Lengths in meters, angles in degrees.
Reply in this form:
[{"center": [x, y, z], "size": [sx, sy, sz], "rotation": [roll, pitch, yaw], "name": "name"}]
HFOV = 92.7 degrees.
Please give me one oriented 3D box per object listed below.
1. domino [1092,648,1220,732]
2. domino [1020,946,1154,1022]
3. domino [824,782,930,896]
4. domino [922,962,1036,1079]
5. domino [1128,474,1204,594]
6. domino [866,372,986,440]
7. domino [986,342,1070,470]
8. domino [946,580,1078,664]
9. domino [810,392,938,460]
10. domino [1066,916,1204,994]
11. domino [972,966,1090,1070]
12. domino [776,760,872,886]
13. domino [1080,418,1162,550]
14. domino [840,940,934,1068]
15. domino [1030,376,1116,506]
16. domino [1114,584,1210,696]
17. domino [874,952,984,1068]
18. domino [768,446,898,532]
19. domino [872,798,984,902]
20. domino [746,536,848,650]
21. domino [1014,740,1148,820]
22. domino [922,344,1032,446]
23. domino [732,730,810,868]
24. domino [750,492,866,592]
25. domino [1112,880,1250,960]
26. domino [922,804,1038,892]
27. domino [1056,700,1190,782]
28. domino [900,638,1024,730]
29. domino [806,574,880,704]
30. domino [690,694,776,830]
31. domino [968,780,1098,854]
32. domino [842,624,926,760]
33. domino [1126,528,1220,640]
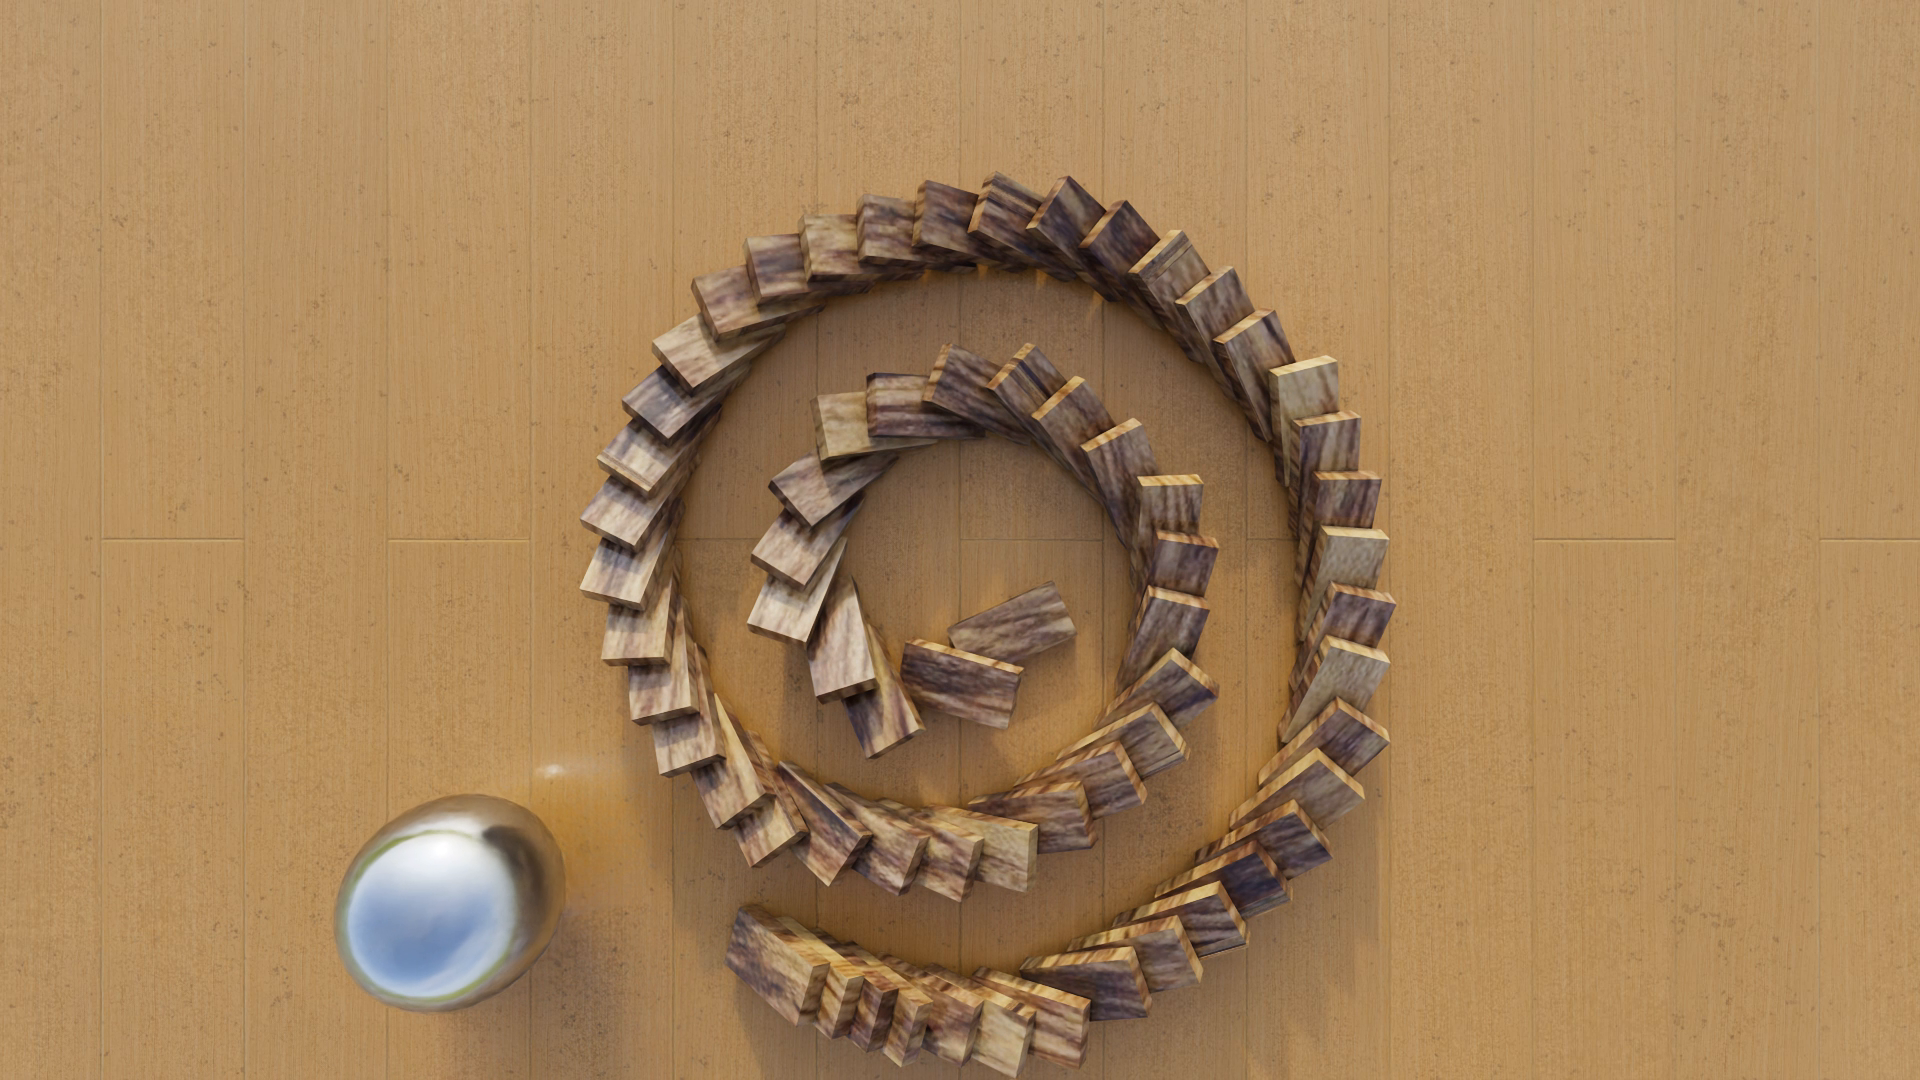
[{"center": [0.081, 0.070, 0.383], "size": [0.025, 0.009, 0.050], "rotation": [39, 119, -2], "name": "domino"}, {"center": [0.052, 0.187, 0.385], "size": [0.050, 0.010, 0.025], "rotation": [-19, 90, 26], "name": "domino"}, {"center": [-0.040, 0.125, 0.385], "size": [0.050, 0.009, 0.025], "rotation": [21, 90, 26], "name": "domino"}, {"center": [0.005, 0.201, 0.385], "size": [0.050, 0.009, 0.025], "rotation": [13, 90, 26], "name": "domino"}, {"center": [0.086, -0.002, 0.384], "size": [0.025, 0.009, 0.050], "rotation": [-2, 117, -2], "name": "domino"}, {"center": [-0.014, -0.055, 0.384], "size": [0.050, 0.009, 0.025], "rotation": [-2, 90, -29], "name": "domino"}, {"center": [0.037, -0.055, 0.384], "size": [0.025, 0.010, 0.050], "rotation": [-47, 117, -1], "name": "domino"}, {"center": [0.022, 0.039, 0.395], "size": [0.050, 0.009, 0.025], "rotation": [-24, 90, 0], "name": "domino"}, {"center": [-0.036, -0.049, 0.384], "size": [0.050, 0.010, 0.025], "rotation": [-11, 89, -29], "name": "domino"}, {"center": [0.073, 0.177, 0.385], "size": [0.050, 0.010, 0.025], "rotation": [-25, 90, 25], "name": "domino"}, {"center": [0.029, 0.200, 0.385], "size": [0.050, 0.009, 0.025], "rotation": [5, 90, 26], "name": "domino"}, {"center": [-0.063, 0.118, 0.385], "size": [0.050, 0.009, 0.025], "rotation": [34, 90, 26], "name": "domino"}, {"center": [0.072, -0.023, 0.385], "size": [0.025, 0.009, 0.050], "rotation": [-27, 116, 0], "name": "domino"}, {"center": [-0.035, 0.191, 0.380], "size": [0.050, 0.010, 0.025], "rotation": [16, 90, 40], "name": "domino"}, {"center": [0.054, -0.041, 0.385], "size": [0.025, 0.009, 0.050], "rotation": [-41, 116, 0], "name": "domino"}, {"center": [0.084, 0.045, 0.385], "size": [0.025, 0.010, 0.050], "rotation": [13, 116, 0], "name": "domino"}, {"center": [-0.017, 0.196, 0.385], "size": [0.050, 0.010, 0.025], "rotation": [13, 90, 26], "name": "domino"}, {"center": [-0.053, -0.028, 0.385], "size": [0.050, 0.009, 0.025], "rotation": [-41, 90, -26], "name": "domino"}, {"center": [-0.017, 0.129, 0.385], "size": [0.050, 0.010, 0.025], "rotation": [14, 90, 26], "name": "domino"}, {"center": [-0.067, 0.018, 0.384], "size": [0.025, 0.009, 0.050], "rotation": [18, 62, 1], "name": "domino"}, {"center": [0.050, 0.105, 0.384], "size": [0.050, 0.009, 0.025], "rotation": [-28, 90, 27], "name": "domino"}, {"center": [0.011, -0.060, 0.384], "size": [0.050, 0.009, 0.025], "rotation": [21, 90, -28], "name": "domino"}, {"center": [-0.086, 0.108, 0.384], "size": [0.025, 0.009, 0.050], "rotation": [-36, 63, 1], "name": "domino"}, {"center": [-0.063, -0.005, 0.384], "size": [0.025, 0.010, 0.050], "rotation": [31, 62, 0], "name": "domino"}, {"center": [0.092, 0.164, 0.385], "size": [0.050, 0.010, 0.025], "rotation": [-30, 90, 25], "name": "domino"}, {"center": [0.007, 0.128, 0.384], "size": [0.050, 0.010, 0.025], "rotation": [3, 91, 27], "name": "domino"}, {"center": [0.068, 0.090, 0.384], "size": [0.050, 0.010, 0.025], "rotation": [-35, 91, 28], "name": "domino"}, {"center": [-0.001, 0.060, 0.387], "size": [0.050, 0.009, 0.025], "rotation": [14, 101, 14], "name": "domino"}, {"center": [-0.051, 0.041, 0.383], "size": [0.025, 0.010, 0.050], "rotation": [-18, 58, 0], "name": "domino"}, {"center": [-0.100, 0.092, 0.384], "size": [0.025, 0.009, 0.050], "rotation": [-36, 63, 1], "name": "domino"}, {"center": [0.030, 0.118, 0.385], "size": [0.050, 0.010, 0.025], "rotation": [-16, 90, 27], "name": "domino"}, {"center": [-0.037, 0.063, 0.385], "size": [0.025, 0.010, 0.050], "rotation": [-31, 68, 6], "name": "domino"}, {"center": [0.089, 0.021, 0.384], "size": [0.025, 0.010, 0.050], "rotation": [9, 117, -2], "name": "domino"}]
